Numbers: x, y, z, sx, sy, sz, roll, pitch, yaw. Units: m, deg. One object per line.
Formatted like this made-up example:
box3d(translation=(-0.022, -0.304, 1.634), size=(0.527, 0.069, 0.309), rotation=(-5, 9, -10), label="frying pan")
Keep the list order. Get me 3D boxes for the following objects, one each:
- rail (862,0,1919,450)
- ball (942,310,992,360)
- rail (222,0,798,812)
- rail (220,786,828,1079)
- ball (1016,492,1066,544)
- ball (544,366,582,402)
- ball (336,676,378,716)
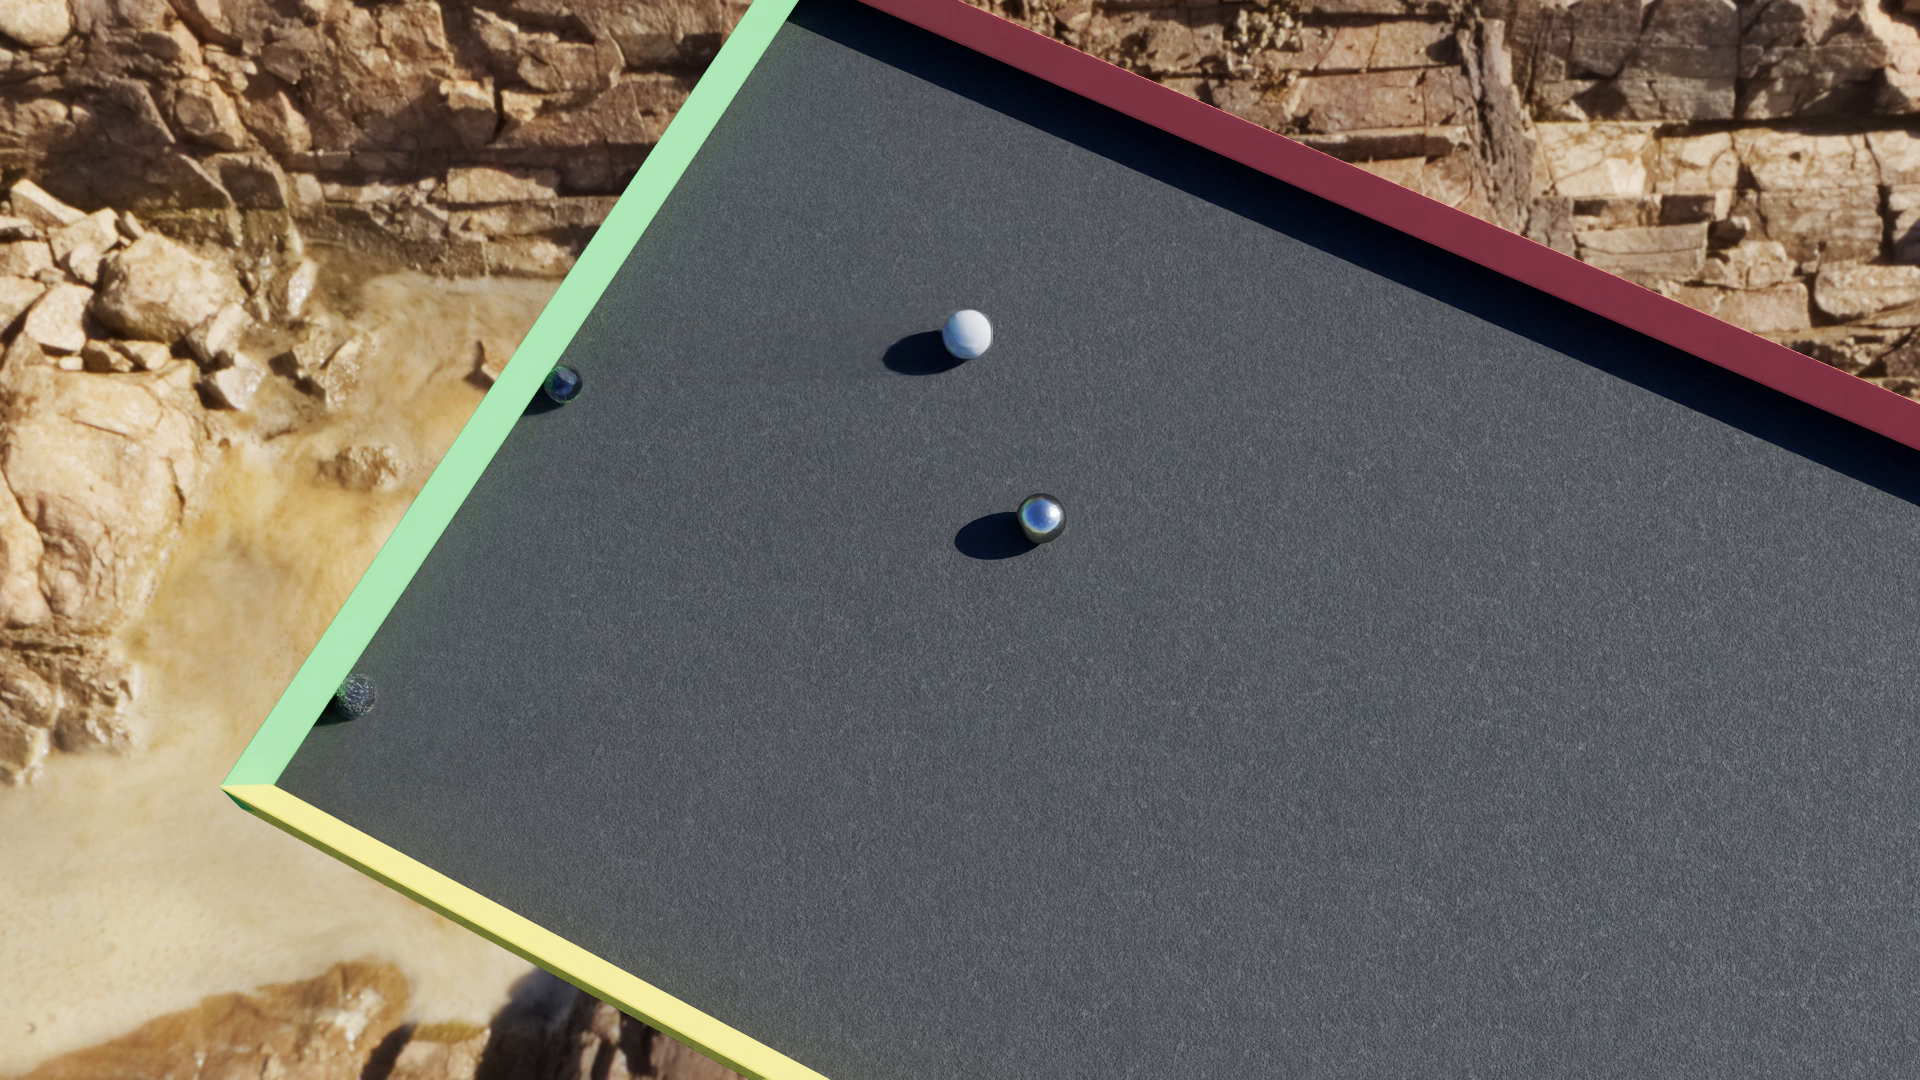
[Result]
box3d(translation=(1.099, -0.389, 3.688), size=(3.144, 0.108, 0.045), rotation=(25, 68, 11), label="rail")
box3d(translation=(0.011, -0.344, 3.683), size=(0.083, 0.083, 0.083), rotation=(0, 66, 0), label="ball")
box3d(translation=(-0.678, -0.328, 3.661), size=(0.045, 0.108, 1.794), rotation=(25, 68, 11), label="rail")
box3d(translation=(0.298, 1.031, 3.059), size=(3.144, 0.108, 0.045), rotation=(25, 68, 11), label="rail")
box3d(translation=(0.131, -0.035, 3.546), size=(0.082, 0.082, 0.082), rotation=(0, 66, 0), label="ball")
box3d(translation=(-0.660, -0.259, 3.657), size=(0.062, 0.062, 0.062), rotation=(0, 66, 0), label="ball")
box3d(translation=(-0.942, 0.243, 3.434), size=(0.062, 0.062, 0.062), rotation=(0, 66, 0), label="ball")
